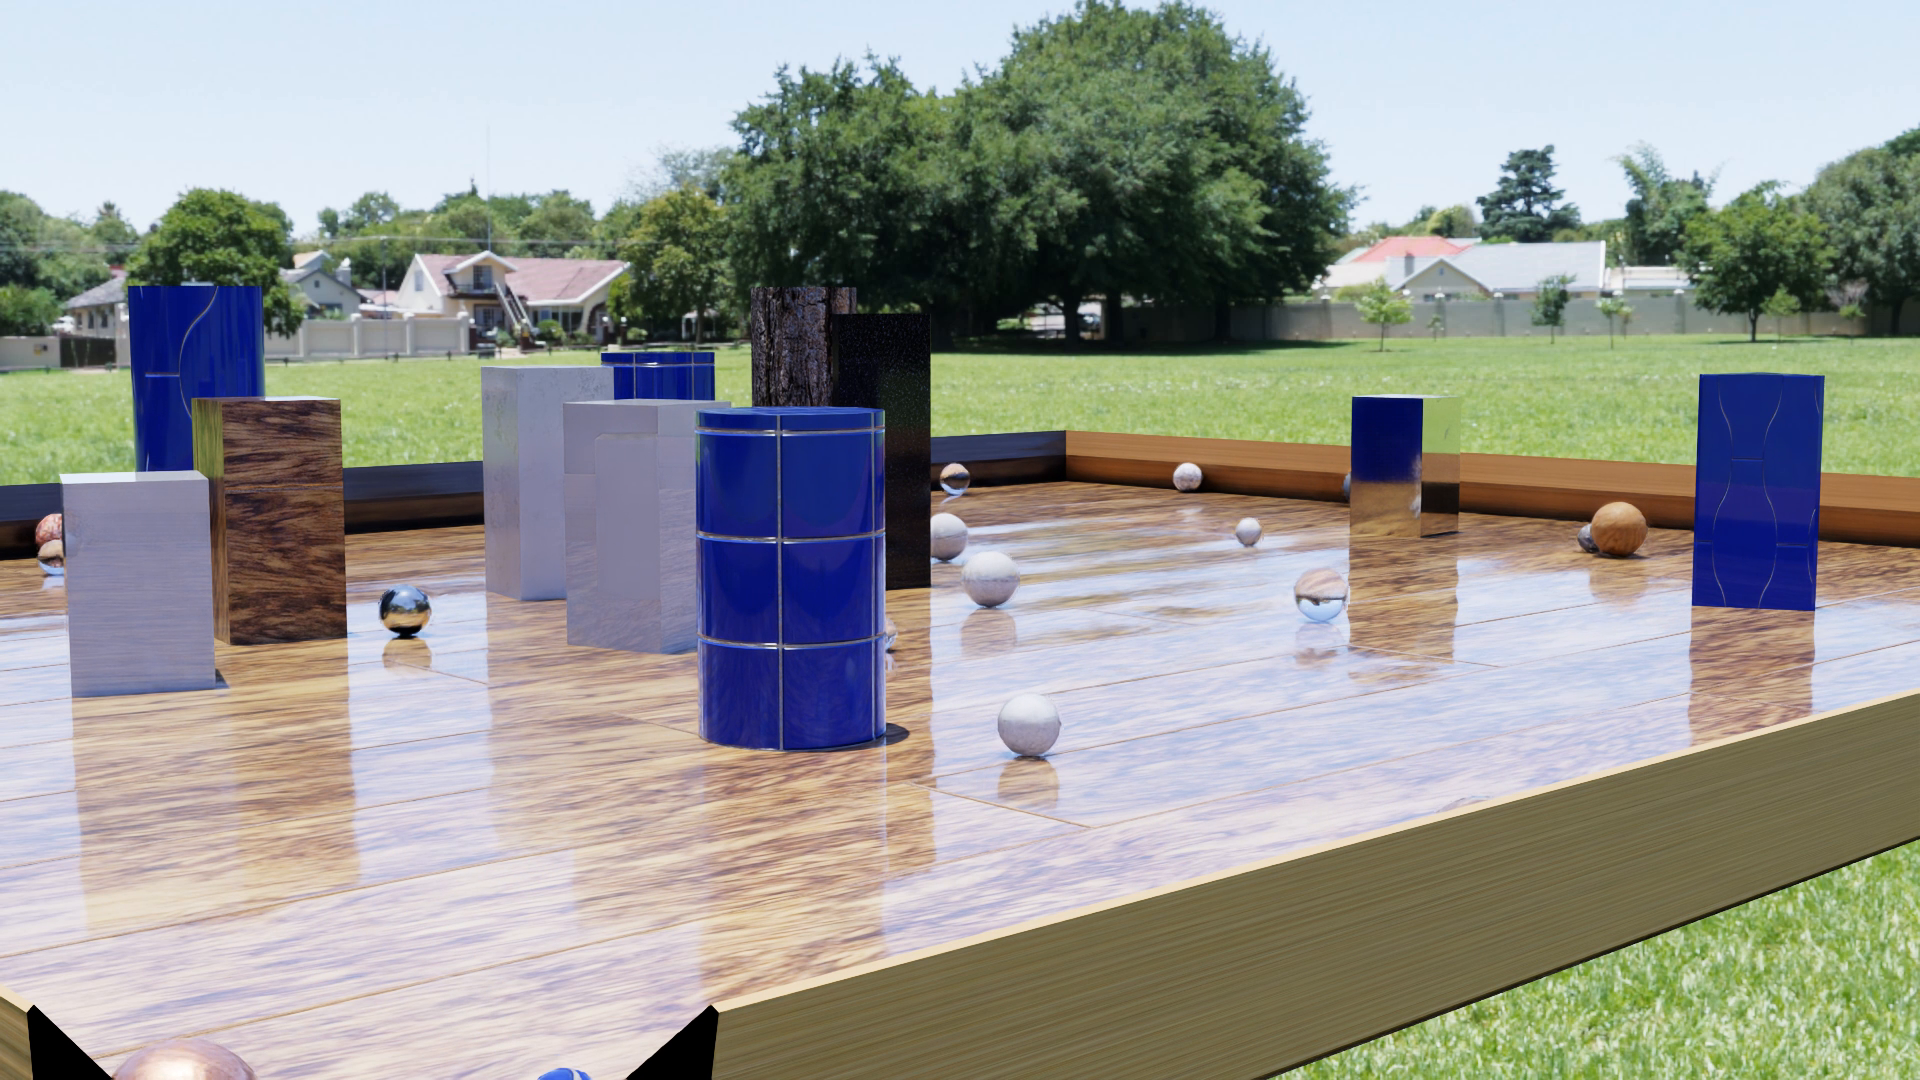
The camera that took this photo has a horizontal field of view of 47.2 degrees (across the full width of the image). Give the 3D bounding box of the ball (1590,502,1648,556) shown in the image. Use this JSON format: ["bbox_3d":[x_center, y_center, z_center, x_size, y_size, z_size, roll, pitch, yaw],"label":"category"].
[{"bbox_3d":[1.195,-0.019,3.991,0.099,0.099,0.099,0,6,0],"label":"ball"}]

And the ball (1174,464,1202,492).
[{"bbox_3d":[0.560,-0.153,5.401,0.072,0.072,0.072,0,6,0],"label":"ball"}]

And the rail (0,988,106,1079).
[{"bbox_3d":[-1.377,0.165,2.068,0.045,0.129,3.288,-5,8,-42],"label":"rail"}]

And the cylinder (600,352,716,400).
[{"bbox_3d":[-0.526,-0.142,3.850,0.198,0.372,0.198,0,6,0],"label":"cylinder"}]

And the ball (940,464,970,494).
[{"bbox_3d":[-0.012,-0.148,5.336,0.076,0.076,0.076,0,6,0],"label":"ball"}]

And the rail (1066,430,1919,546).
[{"bbox_3d":[1.377,-0.098,4.596,0.045,0.129,3.288,-5,8,-42],"label":"rail"}]

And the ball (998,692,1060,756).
[{"bbox_3d":[0.070,0.185,2.207,0.063,0.063,0.063,0,6,0],"label":"ball"}]

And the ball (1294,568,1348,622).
[{"bbox_3d":[0.519,0.078,3.162,0.077,0.077,0.077,0,6,0],"label":"ball"}]

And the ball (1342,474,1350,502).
[{"bbox_3d":[0.915,-0.119,5.005,0.088,0.088,0.088,0,6,0],"label":"ball"}]

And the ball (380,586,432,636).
[{"bbox_3d":[-0.762,0.097,3.021,0.069,0.069,0.069,0,6,0],"label":"ball"}]

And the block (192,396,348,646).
[{"bbox_3d":[-0.951,-0.032,3.026,0.158,0.325,0.158,-4,7,-33],"label":"block"}]

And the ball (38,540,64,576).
[{"bbox_3d":[-1.525,0.030,3.711,0.060,0.060,0.060,0,6,0],"label":"ball"}]

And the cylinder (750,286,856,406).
[{"bbox_3d":[-0.292,-0.230,4.138,0.198,0.487,0.198,0,6,0],"label":"cylinder"}]

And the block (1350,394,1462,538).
[{"bbox_3d":[0.894,-0.152,4.414,0.158,0.274,0.158,5,8,40],"label":"block"}]

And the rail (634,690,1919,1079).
[{"bbox_3d":[1.099,0.157,2.147,3.795,0.129,0.045,-5,8,-42],"label":"rail"}]

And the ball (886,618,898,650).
[{"bbox_3d":[-0.106,0.123,2.882,0.047,0.047,0.047,0,6,0],"label":"ball"}]

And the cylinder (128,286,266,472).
[{"bbox_3d":[-1.184,-0.154,3.432,0.198,0.482,0.198,0,6,0],"label":"cylinder"}]

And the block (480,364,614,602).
[{"bbox_3d":[-0.649,-0.095,3.470,0.158,0.357,0.158,-4,7,-32],"label":"block"}]

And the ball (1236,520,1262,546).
[{"bbox_3d":[0.548,-0.014,4.171,0.051,0.051,0.051,0,6,0],"label":"ball"}]

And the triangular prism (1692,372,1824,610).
[{"bbox_3d":[1.215,-0.079,3.351,0.171,0.349,0.148,2,6,20],"label":"triangular prism"}]

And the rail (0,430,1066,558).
[{"bbox_3d":[-1.099,-0.090,4.516,3.795,0.129,0.045,-5,8,-42],"label":"rail"}]

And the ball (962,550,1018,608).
[{"bbox_3d":[0.045,0.058,3.311,0.085,0.085,0.085,0,6,0],"label":"ball"}]

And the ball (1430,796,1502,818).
[{"bbox_3d":[0.375,0.233,1.579,0.098,0.098,0.098,0,6,0],"label":"ball"}]

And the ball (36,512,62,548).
[{"bbox_3d":[-1.619,-0.008,3.956,0.083,0.083,0.083,0,6,0],"label":"ball"}]

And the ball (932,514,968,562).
[{"bbox_3d":[-0.027,-0.005,3.919,0.085,0.085,0.085,0,6,0],"label":"ball"}]

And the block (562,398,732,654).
[{"bbox_3d":[-0.416,-0.023,2.949,0.158,0.323,0.158,3,7,30],"label":"block"}]

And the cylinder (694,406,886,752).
[{"bbox_3d":[-0.177,0.035,2.309,0.198,0.341,0.198,0,6,0],"label":"cylinder"}]

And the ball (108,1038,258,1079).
[{"bbox_3d":[-0.387,0.291,1.091,0.084,0.084,0.084,0,6,0],"label":"ball"}]

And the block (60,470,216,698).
[{"bbox_3d":[-0.985,0.048,2.630,0.158,0.248,0.158,-3,6,-23],"label":"block"}]

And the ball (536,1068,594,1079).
[{"bbox_3d":[-0.211,0.303,1.170,0.043,0.043,0.043,0,6,0],"label":"ball"}]

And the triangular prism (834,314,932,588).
[{"bbox_3d":[-0.157,-0.147,3.576,0.171,0.440,0.148,-3,7,-29],"label":"triangular prism"}]

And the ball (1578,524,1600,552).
[{"bbox_3d":[1.168,-0.004,4.061,0.053,0.053,0.053,0,6,0],"label":"ball"}]
